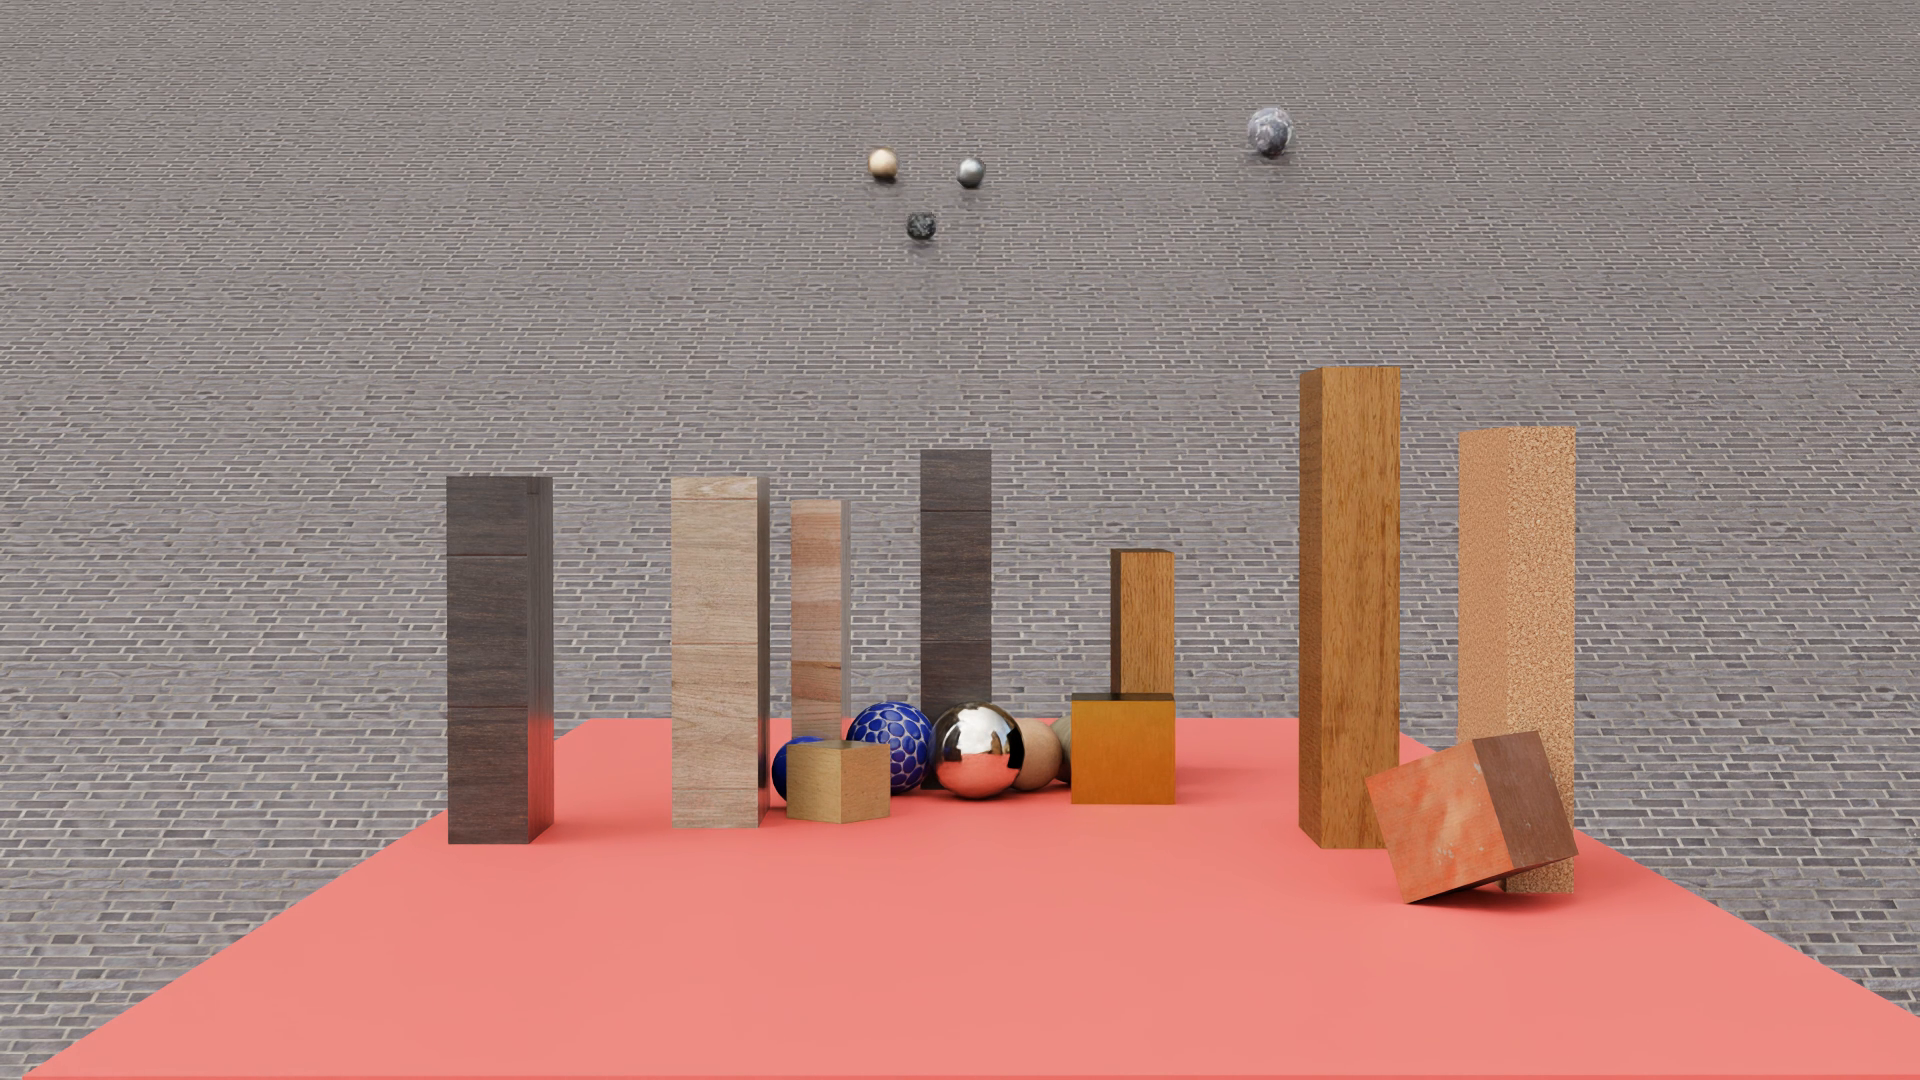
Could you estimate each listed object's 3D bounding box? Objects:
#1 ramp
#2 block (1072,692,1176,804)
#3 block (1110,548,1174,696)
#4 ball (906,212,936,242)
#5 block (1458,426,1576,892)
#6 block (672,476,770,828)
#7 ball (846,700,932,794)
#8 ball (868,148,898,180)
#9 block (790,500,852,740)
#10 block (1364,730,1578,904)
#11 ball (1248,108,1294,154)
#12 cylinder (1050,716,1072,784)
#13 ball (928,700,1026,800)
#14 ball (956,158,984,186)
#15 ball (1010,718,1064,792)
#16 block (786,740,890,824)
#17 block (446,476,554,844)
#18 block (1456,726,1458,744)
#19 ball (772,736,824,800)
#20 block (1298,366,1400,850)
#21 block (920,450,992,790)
[{"bbox_3d":[0.060,0.545,4.581,2.000,0.100,4.000,0,1,0],"label":"ramp"},{"bbox_3d":[0.307,0.392,4.881,0.192,0.192,0.192,0,1,3],"label":"block"},{"bbox_3d":[0.370,0.251,5.255,0.105,0.460,0.348,0,1,0],"label":"block"},{"bbox_3d":[-0.150,-1.205,9.960,0.115,0.115,0.115,0,27,0],"label":"ball"},{"bbox_3d":[0.840,0.170,3.915,0.097,0.675,0.365,0,1,0],"label":"block"},{"bbox_3d":[-0.423,0.191,4.598,0.148,0.607,0.300,0,1,0],"label":"block"},{"bbox_3d":[-0.131,0.398,4.952,0.179,0.179,0.179,0,27,0],"label":"ball"},{"bbox_3d":[-0.317,-1.547,10.622,0.131,0.131,0.131,0,27,0],"label":"ball"},{"bbox_3d":[-0.267,0.204,5.015,0.093,0.565,0.444,0,1,0],"label":"block"},{"bbox_3d":[0.728,0.393,3.670,0.185,0.185,0.185,-26,-16,39],"label":"block"},{"bbox_3d":[1.312,-1.732,10.920,0.195,0.195,0.195,0,27,0],"label":"ball"},{"bbox_3d":[0.247,0.417,5.075,0.135,0.135,0.135,-12,6,-23],"label":"cylinder"},{"bbox_3d":[0.031,0.396,4.871,0.186,0.186,0.186,0,27,0],"label":"ball"},{"bbox_3d":[0.041,-1.502,10.549,0.117,0.117,0.117,0,27,0],"label":"ball"},{"bbox_3d":[0.129,0.416,5.001,0.142,0.142,0.142,0,27,0],"label":"ball"},{"bbox_3d":[-0.216,0.429,4.599,0.131,0.131,0.131,1,2,40],"label":"block"},{"bbox_3d":[-0.778,0.196,4.385,0.132,0.607,0.275,0,1,0],"label":"block"},{"bbox_3d":[0.998,0.419,4.717,0.146,0.146,0.146,0,1,-7],"label":"block"},{"bbox_3d":[-0.279,0.425,4.730,0.134,0.134,0.134,0,27,0],"label":"ball"},{"bbox_3d":[0.650,0.108,4.327,0.127,0.783,0.278,0,1,0],"label":"block"},{"bbox_3d":[-0.008,0.151,5.200,0.138,0.662,0.364,0,1,0],"label":"block"}]
